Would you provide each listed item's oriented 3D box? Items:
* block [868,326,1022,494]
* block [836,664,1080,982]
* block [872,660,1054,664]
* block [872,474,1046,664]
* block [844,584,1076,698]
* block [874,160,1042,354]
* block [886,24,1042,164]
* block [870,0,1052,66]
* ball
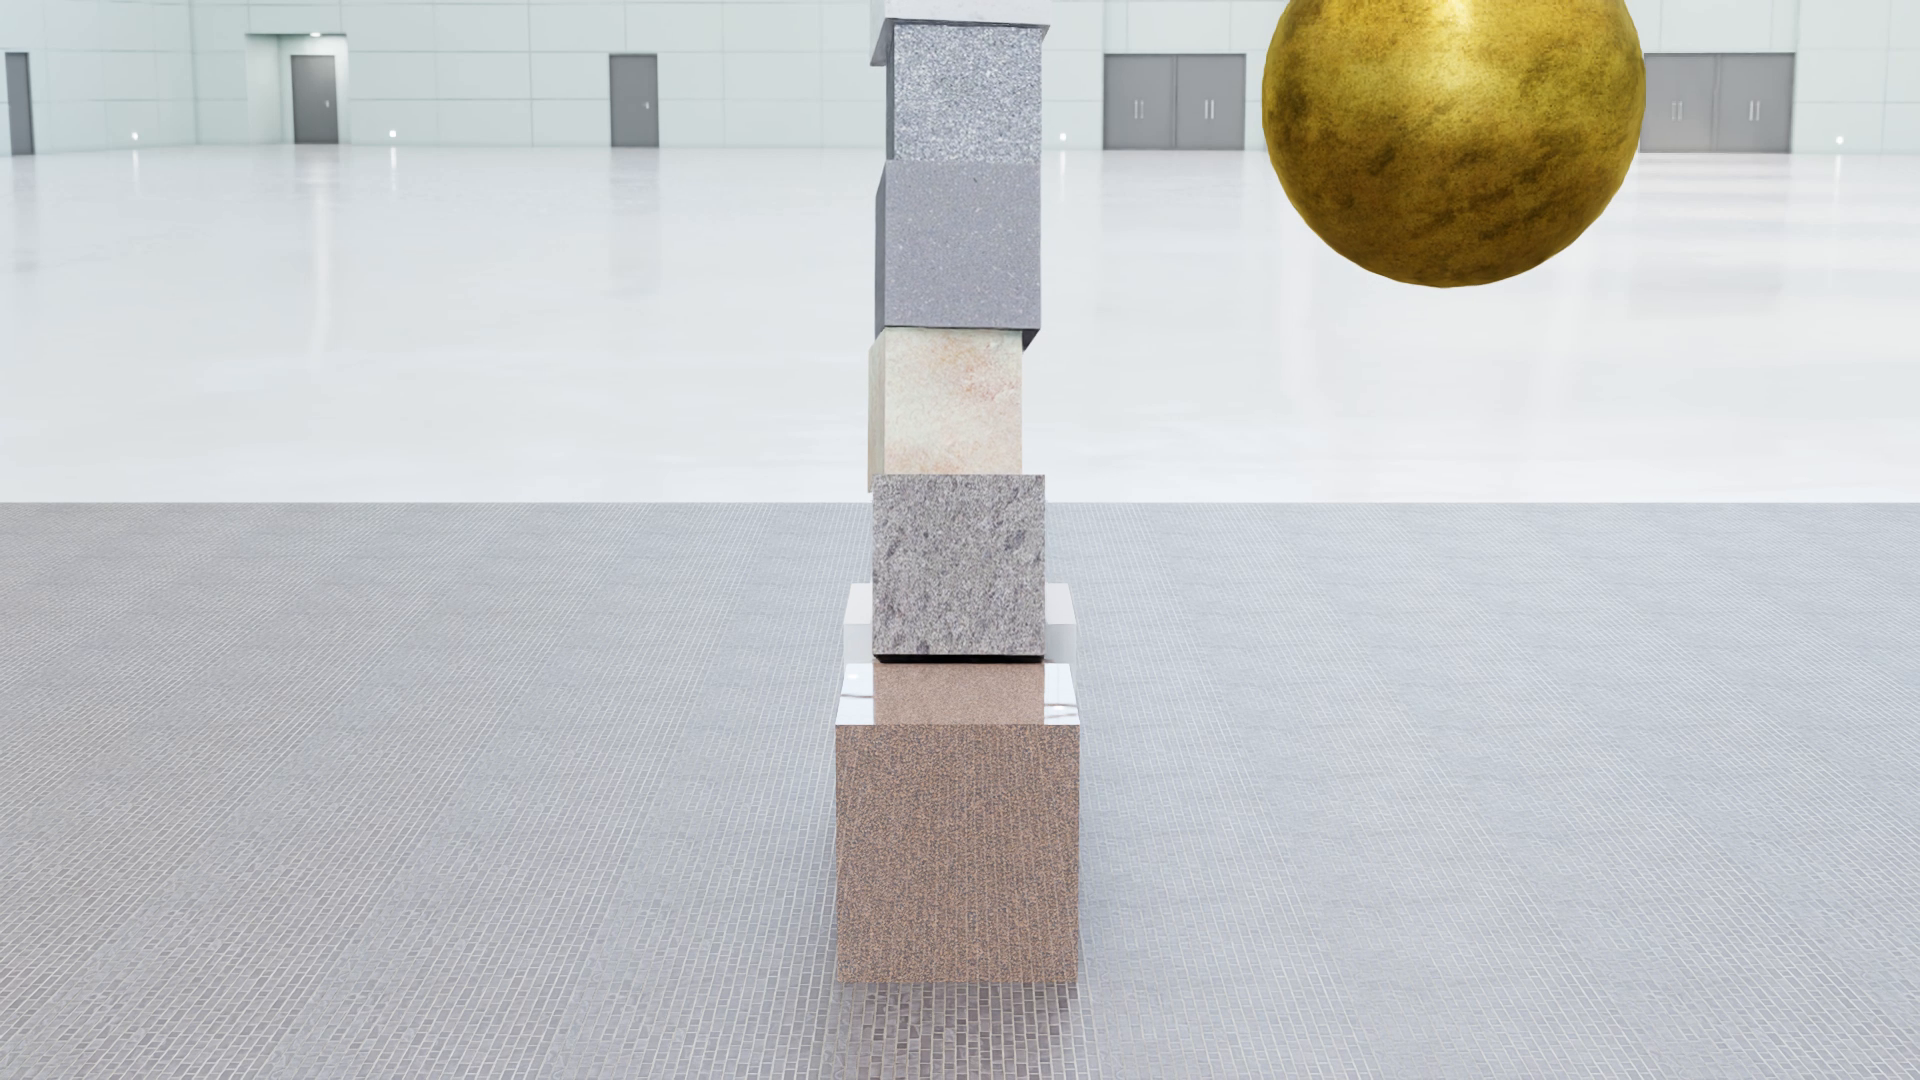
[{"bbox_3d":[-0.075,-0.564,11.472,0.604,0.657,0.616,1,-6,-9],"label":"block"},{"bbox_3d":[-0.009,1.128,10.455,0.940,1.040,1.030,0,10,0],"label":"block"},{"bbox_3d":[0.015,1.047,11.411,0.829,0.858,0.867,0,10,0],"label":"block"},{"bbox_3d":[0.000,0.140,11.304,0.733,0.768,0.840,0,-5,1],"label":"block"},{"bbox_3d":[-0.001,0.802,12.300,1.067,1.022,0.944,0,10,0],"label":"block"},{"bbox_3d":[-0.019,-1.255,11.544,0.684,0.732,0.699,1,-6,-6],"label":"block"},{"bbox_3d":[0.007,-1.925,11.608,0.648,0.613,0.667,1,-6,-5],"label":"block"},{"bbox_3d":[-0.009,-2.546,11.678,0.740,0.616,0.678,1,-8,-8],"label":"block"},{"bbox_3d":[2.074,-1.867,10.841,1.600,1.600,1.600,0,10,0],"label":"ball"}]
